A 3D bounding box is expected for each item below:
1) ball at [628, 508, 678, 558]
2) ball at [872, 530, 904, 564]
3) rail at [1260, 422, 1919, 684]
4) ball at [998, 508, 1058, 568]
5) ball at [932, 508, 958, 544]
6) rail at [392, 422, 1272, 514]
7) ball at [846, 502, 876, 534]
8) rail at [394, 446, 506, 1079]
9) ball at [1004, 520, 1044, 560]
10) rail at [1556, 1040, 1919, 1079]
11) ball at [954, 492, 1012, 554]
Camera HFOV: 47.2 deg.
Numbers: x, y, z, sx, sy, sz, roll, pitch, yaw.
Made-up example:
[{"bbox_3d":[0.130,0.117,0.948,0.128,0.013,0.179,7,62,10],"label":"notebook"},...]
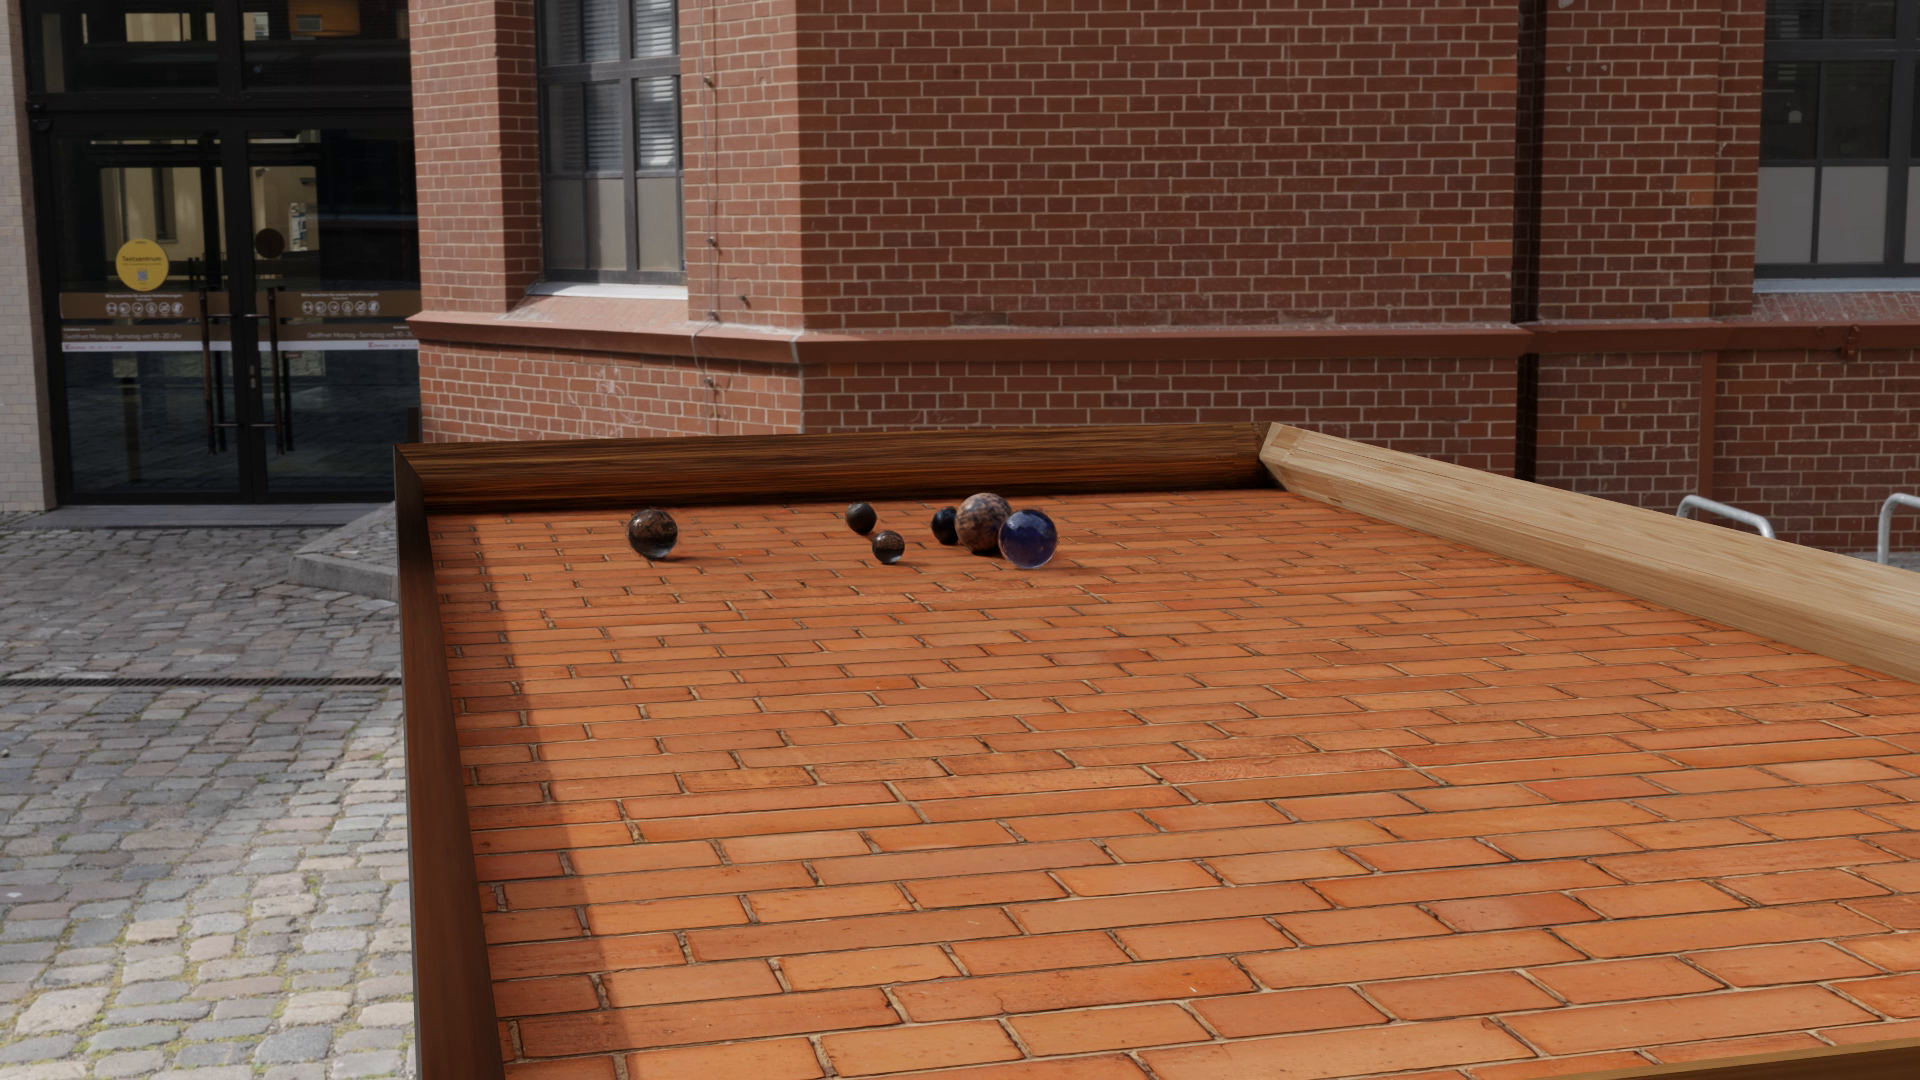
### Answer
[{"bbox_3d":[-0.472,-0.010,3.376,0.078,0.078,0.078,0,8,0],"label":"ball"},{"bbox_3d":[-0.109,0.010,3.333,0.050,0.050,0.050,0,8,0],"label":"ball"},{"bbox_3d":[0.972,0.052,2.790,0.045,0.124,3.092,-2,9,-14],"label":"rail"},{"bbox_3d":[0.101,-0.002,3.280,0.090,0.090,0.090,0,8,0],"label":"ball"},{"bbox_3d":[-0.019,-0.023,3.539,0.056,0.056,0.056,0,8,0],"label":"ball"},{"bbox_3d":[-0.188,-0.134,4.049,1.655,0.124,0.045,-2,9,-14],"label":"rail"},{"bbox_3d":[-0.164,-0.036,3.646,0.051,0.051,0.051,0,8,0],"label":"ball"},{"bbox_3d":[-0.584,0.111,2.392,0.045,0.124,3.092,-2,9,-14],"label":"rail"},{"bbox_3d":[0.098,0.000,3.361,0.063,0.063,0.063,0,8,0],"label":"ball"},{"bbox_3d":[0.575,0.298,1.133,1.655,0.124,0.045,-2,9,-14],"label":"rail"},{"bbox_3d":[0.039,-0.026,3.428,0.095,0.095,0.095,0,8,0],"label":"ball"}]
